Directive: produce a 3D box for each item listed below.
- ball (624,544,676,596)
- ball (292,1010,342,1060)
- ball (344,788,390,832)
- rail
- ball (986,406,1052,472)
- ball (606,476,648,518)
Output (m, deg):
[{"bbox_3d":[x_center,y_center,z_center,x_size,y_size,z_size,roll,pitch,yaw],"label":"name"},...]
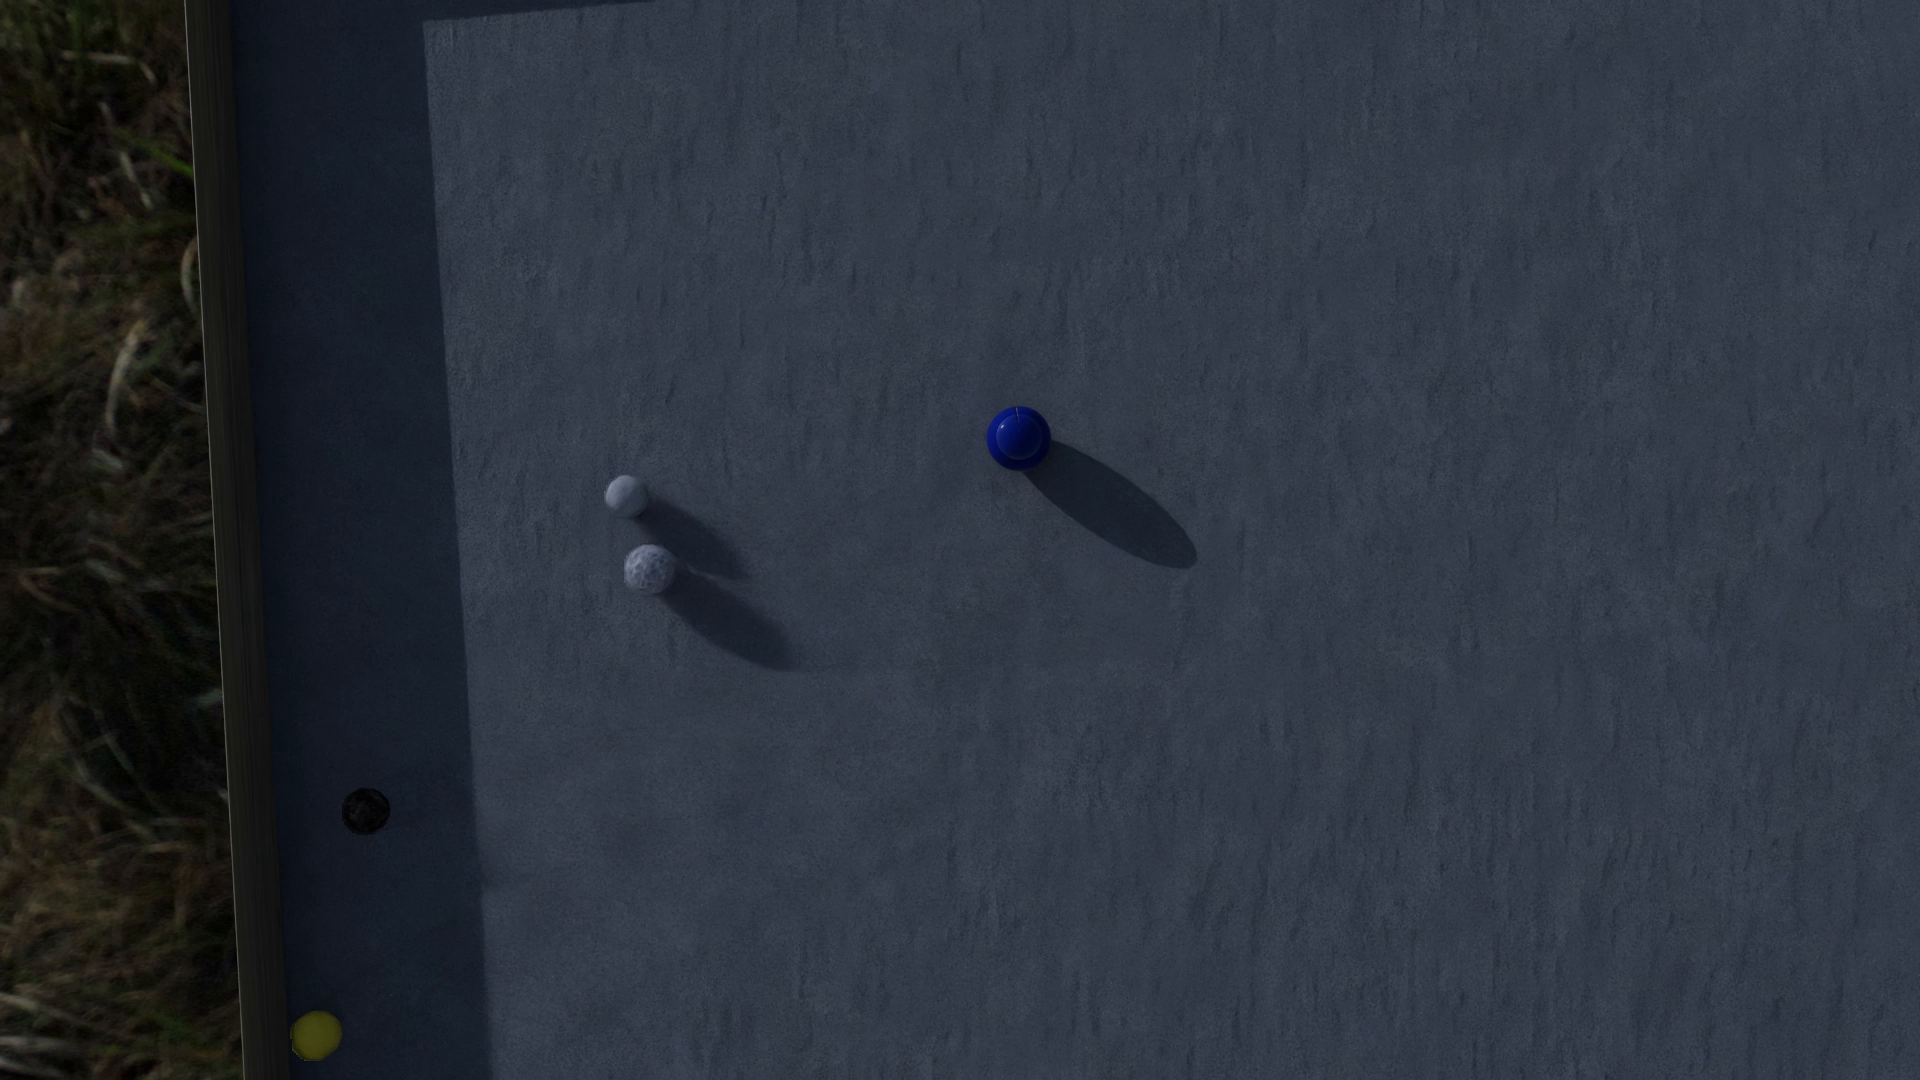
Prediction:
[{"bbox_3d":[-0.456,0.044,3.246,0.076,0.076,0.076,0,84,0],"label":"ball"},{"bbox_3d":[-0.928,0.714,3.174,0.070,0.070,0.070,0,84,0],"label":"ball"},{"bbox_3d":[-0.866,0.395,3.212,0.065,0.065,0.065,0,84,0],"label":"ball"},{"bbox_3d":[-1.041,0.093,3.214,0.045,0.126,2.293,-5,84,-1],"label":"rail"},{"bbox_3d":[0.087,-0.150,3.257,0.097,0.097,0.097,0,84,0],"label":"ball"},{"bbox_3d":[-0.494,-0.064,3.265,0.062,0.062,0.062,0,84,0],"label":"ball"}]
